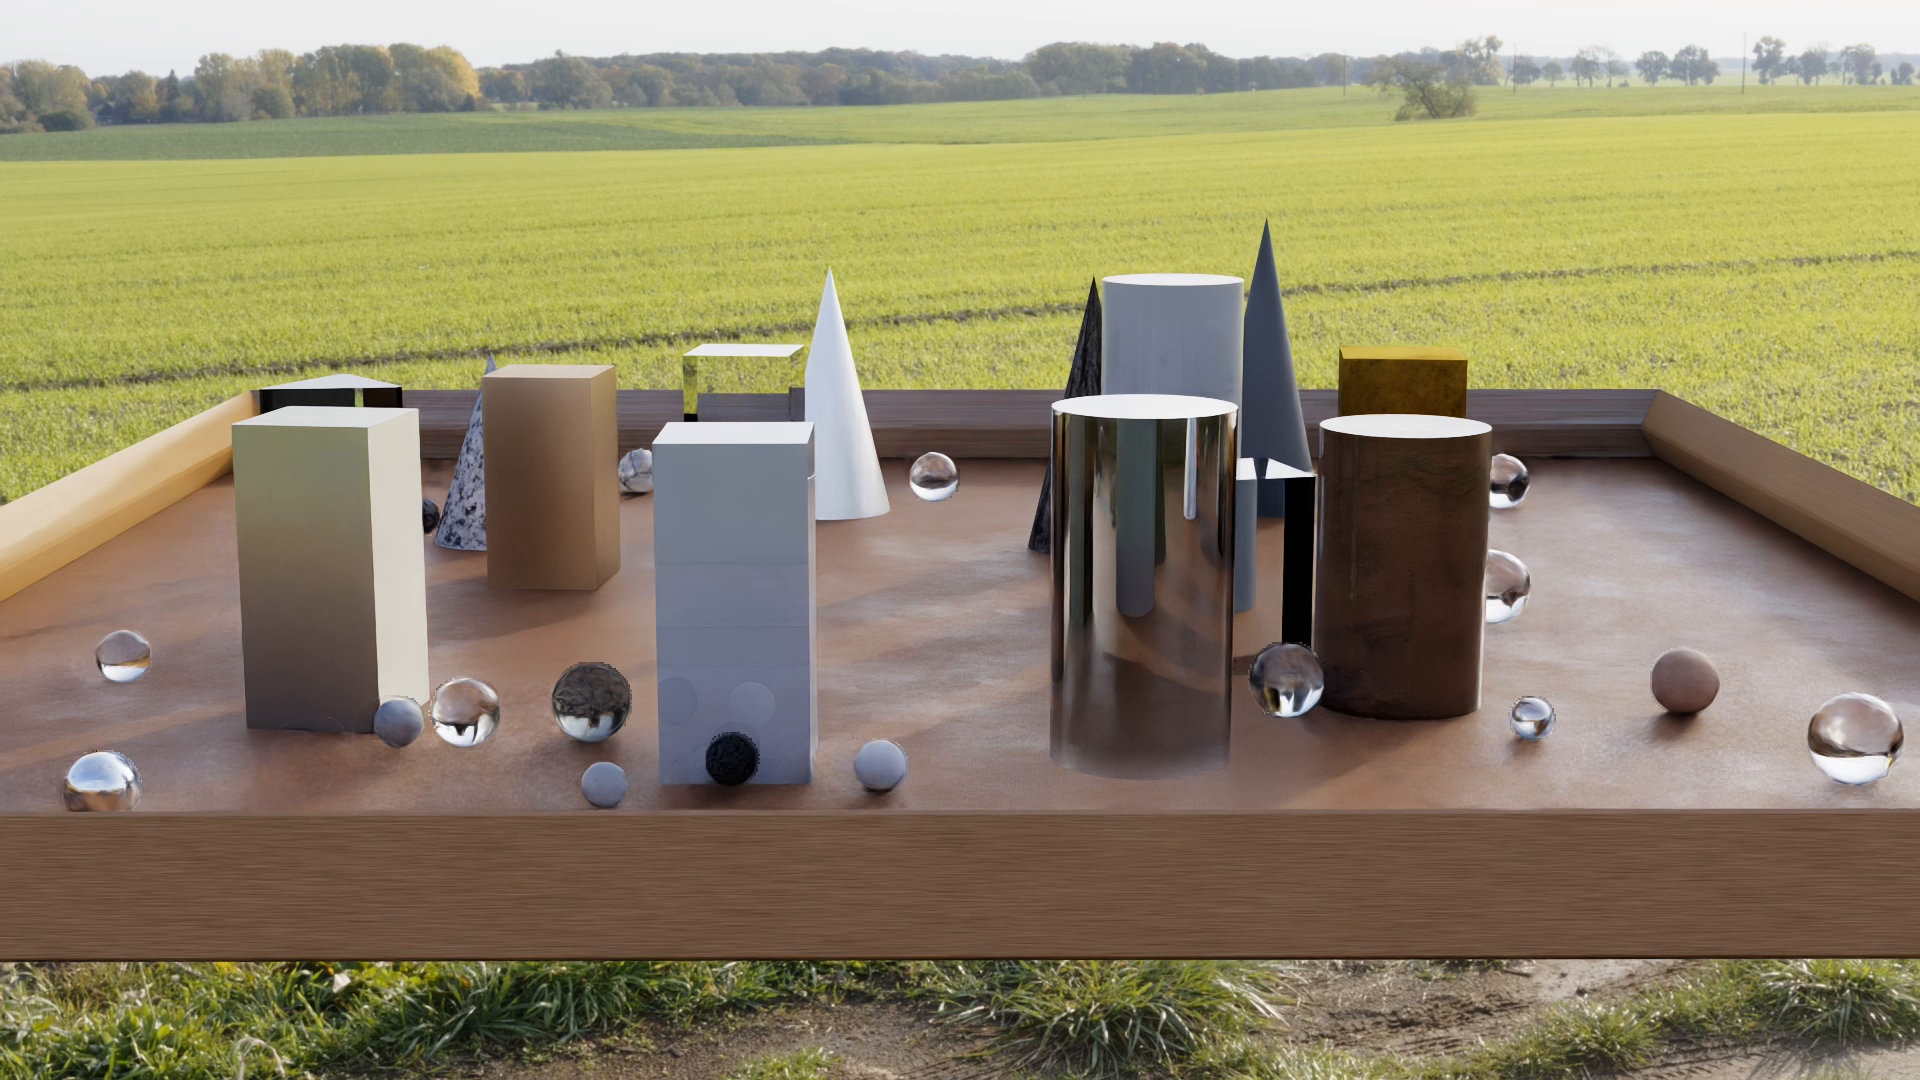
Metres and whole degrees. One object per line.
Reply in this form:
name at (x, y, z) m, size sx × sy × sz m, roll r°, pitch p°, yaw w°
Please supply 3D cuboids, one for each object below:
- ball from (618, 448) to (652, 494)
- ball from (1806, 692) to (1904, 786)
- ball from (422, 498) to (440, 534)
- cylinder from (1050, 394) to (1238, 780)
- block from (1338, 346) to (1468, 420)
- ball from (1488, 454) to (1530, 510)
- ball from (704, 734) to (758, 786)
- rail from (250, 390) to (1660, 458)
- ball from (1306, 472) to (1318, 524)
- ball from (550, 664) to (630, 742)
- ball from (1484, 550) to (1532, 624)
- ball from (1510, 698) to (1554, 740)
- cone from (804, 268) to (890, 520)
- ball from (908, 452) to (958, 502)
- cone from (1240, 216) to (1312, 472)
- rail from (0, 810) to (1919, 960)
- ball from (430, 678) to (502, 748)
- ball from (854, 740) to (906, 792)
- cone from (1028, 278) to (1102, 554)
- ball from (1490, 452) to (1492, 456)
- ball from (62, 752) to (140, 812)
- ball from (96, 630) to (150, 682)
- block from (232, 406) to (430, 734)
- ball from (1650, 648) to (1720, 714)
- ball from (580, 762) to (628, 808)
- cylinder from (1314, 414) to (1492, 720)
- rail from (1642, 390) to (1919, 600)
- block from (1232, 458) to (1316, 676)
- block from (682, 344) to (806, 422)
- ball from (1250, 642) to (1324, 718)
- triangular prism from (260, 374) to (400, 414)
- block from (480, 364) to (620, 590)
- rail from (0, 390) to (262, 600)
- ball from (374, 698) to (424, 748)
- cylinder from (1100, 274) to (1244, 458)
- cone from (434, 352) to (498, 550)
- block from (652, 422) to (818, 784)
ball at (-0.548, -0.118, 4.403) m, size 0.076 × 0.076 × 0.076 m, roll 0°, pitch 11°, yaw 0°
ball at (0.915, 0.203, 2.621) m, size 0.094 × 0.094 × 0.094 m, roll 0°, pitch 11°, yaw 0°
ball at (-0.829, -0.036, 3.945) m, size 0.057 × 0.057 × 0.057 m, roll 0°, pitch 11°, yaw 0°
cylinder at (0.192, 0.045, 2.704) m, size 0.194 × 0.375 × 0.194 m, roll 0°, pitch 11°, yaw 0°
block at (0.572, -0.067, 3.356) m, size 0.155 × 0.357 × 0.155 m, roll 1°, pitch 11°, yaw 6°
ball at (0.896, -0.096, 4.244) m, size 0.090 × 0.090 × 0.090 m, roll 0°, pitch 11°, yaw 0°
ball at (-0.232, 0.223, 2.595) m, size 0.053 × 0.053 × 0.053 m, roll 0°, pitch 11°, yaw 0°
rail at (-0.008, -0.214, 4.776) m, size 2.634 × 0.126 × 0.045 m, roll 0°, pitch 11°, yaw 0°
ball at (0.548, -0.065, 4.085) m, size 0.087 × 0.087 × 0.087 m, roll 0°, pitch 11°, yaw 0°
ball at (-0.401, 0.177, 2.788) m, size 0.085 × 0.085 × 0.085 m, roll 0°, pitch 11°, yaw 0°
ball at (0.695, 0.061, 3.345) m, size 0.096 × 0.096 × 0.096 m, roll 0°, pitch 11°, yaw 0°
ball at (0.624, 0.195, 2.800) m, size 0.046 × 0.046 × 0.046 m, roll 0°, pitch 11°, yaw 0°
cone at (-0.212, -0.248, 4.209) m, size 0.194 × 0.402 × 0.194 m, roll 0°, pitch 11°, yaw 0°
ball at (-0.045, -0.106, 4.317) m, size 0.083 × 0.083 × 0.083 m, roll 0°, pitch 11°, yaw 0°
cone at (0.507, -0.301, 4.282) m, size 0.194 × 0.479 × 0.194 m, roll 0°, pitch 11°, yaw 0°
rail at (0.008, 0.279, 2.122) m, size 2.634 × 0.126 × 0.045 m, roll 0°, pitch 11°, yaw 0°
ball at (-0.533, 0.186, 2.767) m, size 0.075 × 0.075 × 0.075 m, roll 0°, pitch 11°, yaw 0°
ball at (-0.081, 0.229, 2.600) m, size 0.052 × 0.052 × 0.052 m, roll 0°, pitch 11°, yaw 0°
cone at (0.201, -0.195, 3.885) m, size 0.194 × 0.415 × 0.194 m, roll 0°, pitch 11°, yaw 0°
ball at (0.870, -0.125, 4.394) m, size 0.093 × 0.093 × 0.093 m, roll 0°, pitch 11°, yaw 0°
ball at (-0.831, 0.241, 2.483) m, size 0.071 × 0.071 × 0.071 m, roll 0°, pitch 11°, yaw 0°
ball at (-0.997, 0.139, 3.056) m, size 0.062 × 0.062 × 0.062 m, roll 0°, pitch 11°, yaw 0°
block at (-0.703, 0.030, 2.879) m, size 0.155 × 0.340 × 0.155 m, roll 2°, pitch 11°, yaw 8°
ball at (0.821, 0.160, 2.906) m, size 0.075 × 0.075 × 0.075 m, roll 0°, pitch 11°, yaw 0°
ball at (-0.353, 0.243, 2.542) m, size 0.046 × 0.046 × 0.046 m, roll 0°, pitch 11°, yaw 0°
cylinder at (0.507, 0.028, 2.947) m, size 0.194 × 0.321 × 0.194 m, roll 0°, pitch 11°, yaw 0°
rail at (1.293, 0.031, 3.456) m, size 0.045 × 0.126 × 2.746 m, roll 0°, pitch 11°, yaw 0°
block at (0.331, 0.031, 3.151) m, size 0.155 × 0.239 × 0.155 m, roll -3°, pitch 11°, yaw -15°
block at (-0.319, -0.130, 3.831) m, size 0.155 × 0.308 × 0.155 m, roll 1°, pitch 11°, yaw 5°
ball at (0.369, 0.158, 2.894) m, size 0.084 × 0.084 × 0.084 m, roll 0°, pitch 11°, yaw 0°
triangular prism at (-0.780, -0.035, 3.242) m, size 0.168 × 0.335 × 0.145 m, roll -1°, pitch 11°, yaw -7°
block at (-0.579, -0.092, 3.648) m, size 0.155 × 0.299 × 0.155 m, roll 1°, pitch 11°, yaw 5°
rail at (-1.293, 0.034, 3.442) m, size 0.045 × 0.126 × 2.746 m, roll 0°, pitch 11°, yaw 0°
ball at (-0.605, 0.197, 2.768) m, size 0.053 × 0.053 × 0.053 m, roll 0°, pitch 11°, yaw 0°
cylinder at (0.290, -0.141, 3.537) m, size 0.194 × 0.436 × 0.194 m, roll 0°, pitch 11°, yaw 0°
cone at (-0.718, -0.145, 3.957) m, size 0.194 × 0.292 × 0.194 m, roll 0°, pitch 11°, yaw 0°
block at (-0.231, 0.063, 2.671) m, size 0.155 × 0.352 × 0.155 m, roll 0°, pitch 11°, yaw -1°
